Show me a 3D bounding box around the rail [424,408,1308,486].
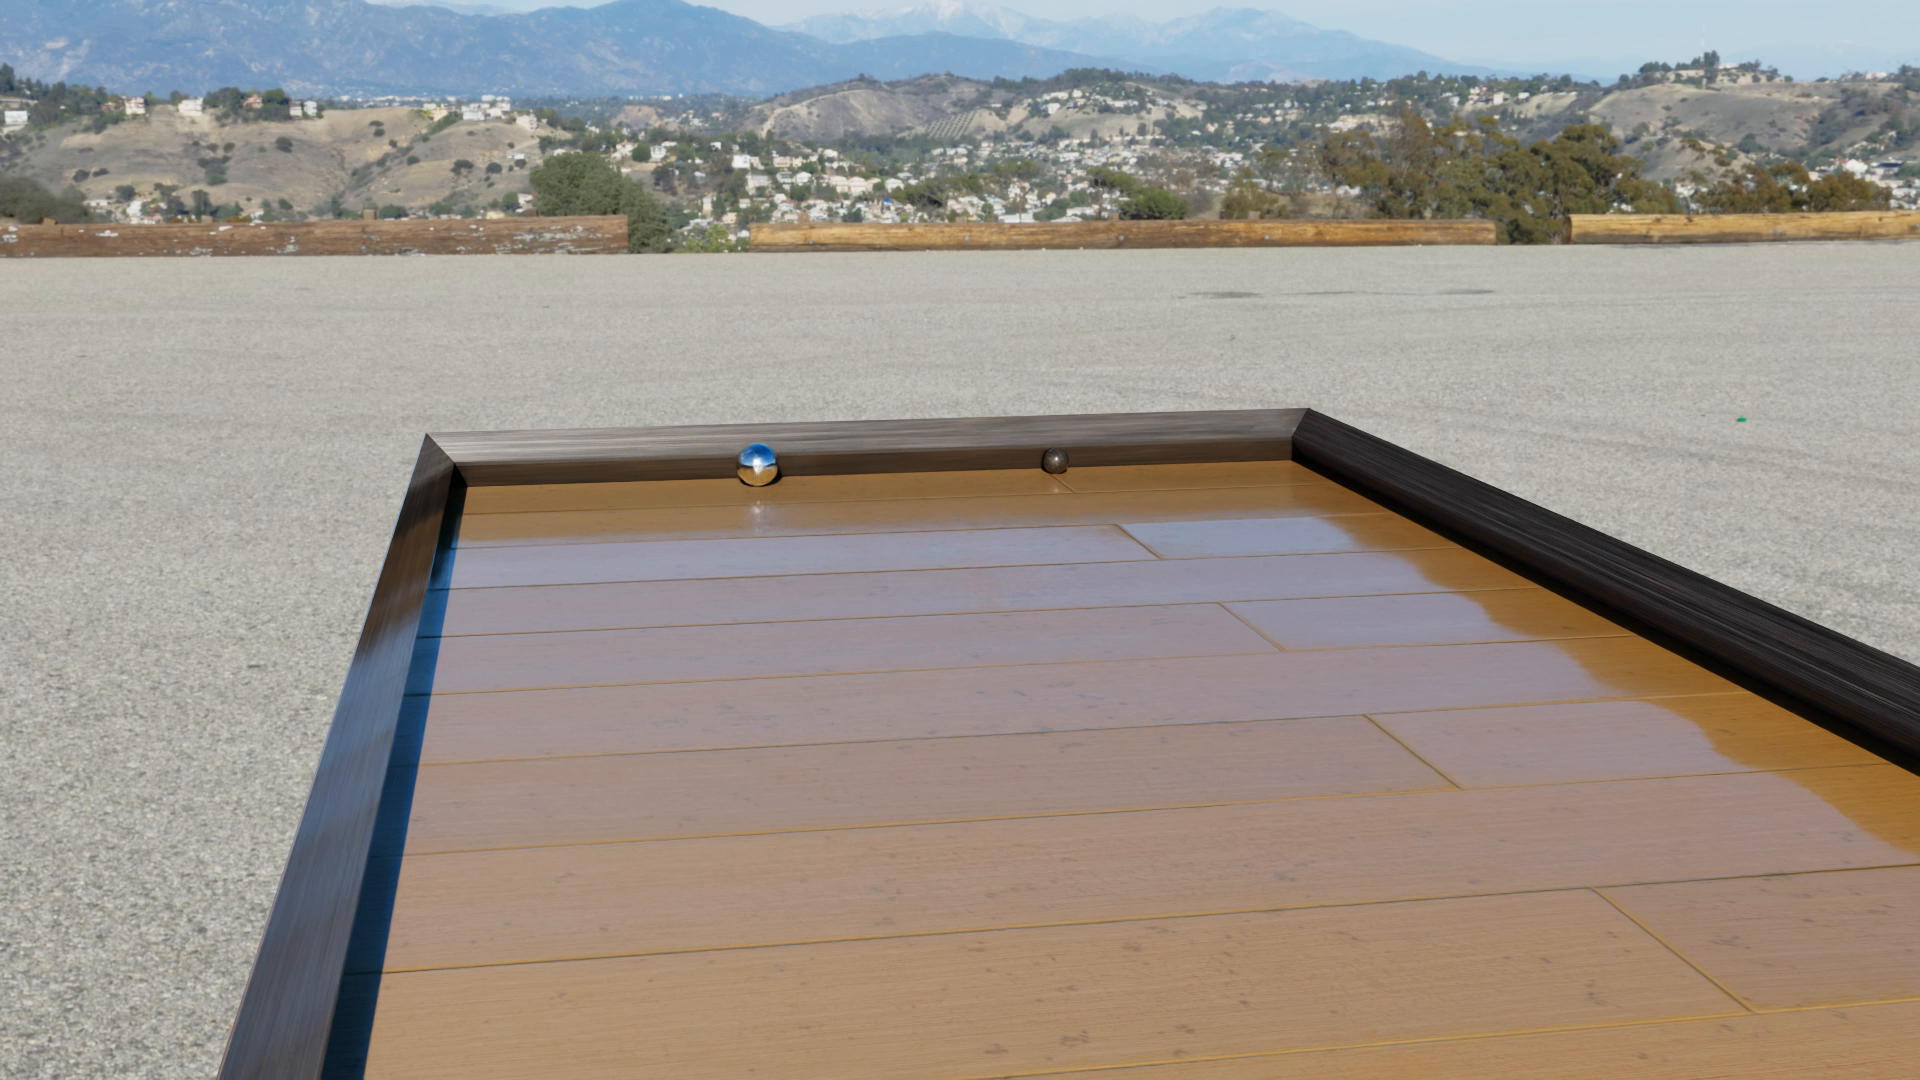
[{"bbox_3d":[-0.122,-0.149,3.587,1.463,0.088,0.045,-2,12,-10],"label":"rail"}]

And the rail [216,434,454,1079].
[{"bbox_3d":[-0.570,0.147,2.167,0.045,0.088,2.732,-2,12,-10],"label":"rail"}]

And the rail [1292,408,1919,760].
[{"bbox_3d":[0.821,0.094,2.423,0.045,0.088,2.732,-2,12,-10],"label":"rail"}]

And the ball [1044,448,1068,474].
[{"bbox_3d":[0.158,-0.130,3.611,0.042,0.042,0.042,0,12,0],"label":"ball"}]

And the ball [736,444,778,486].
[{"bbox_3d":[-0.322,-0.119,3.497,0.068,0.068,0.068,0,12,0],"label":"ball"}]
